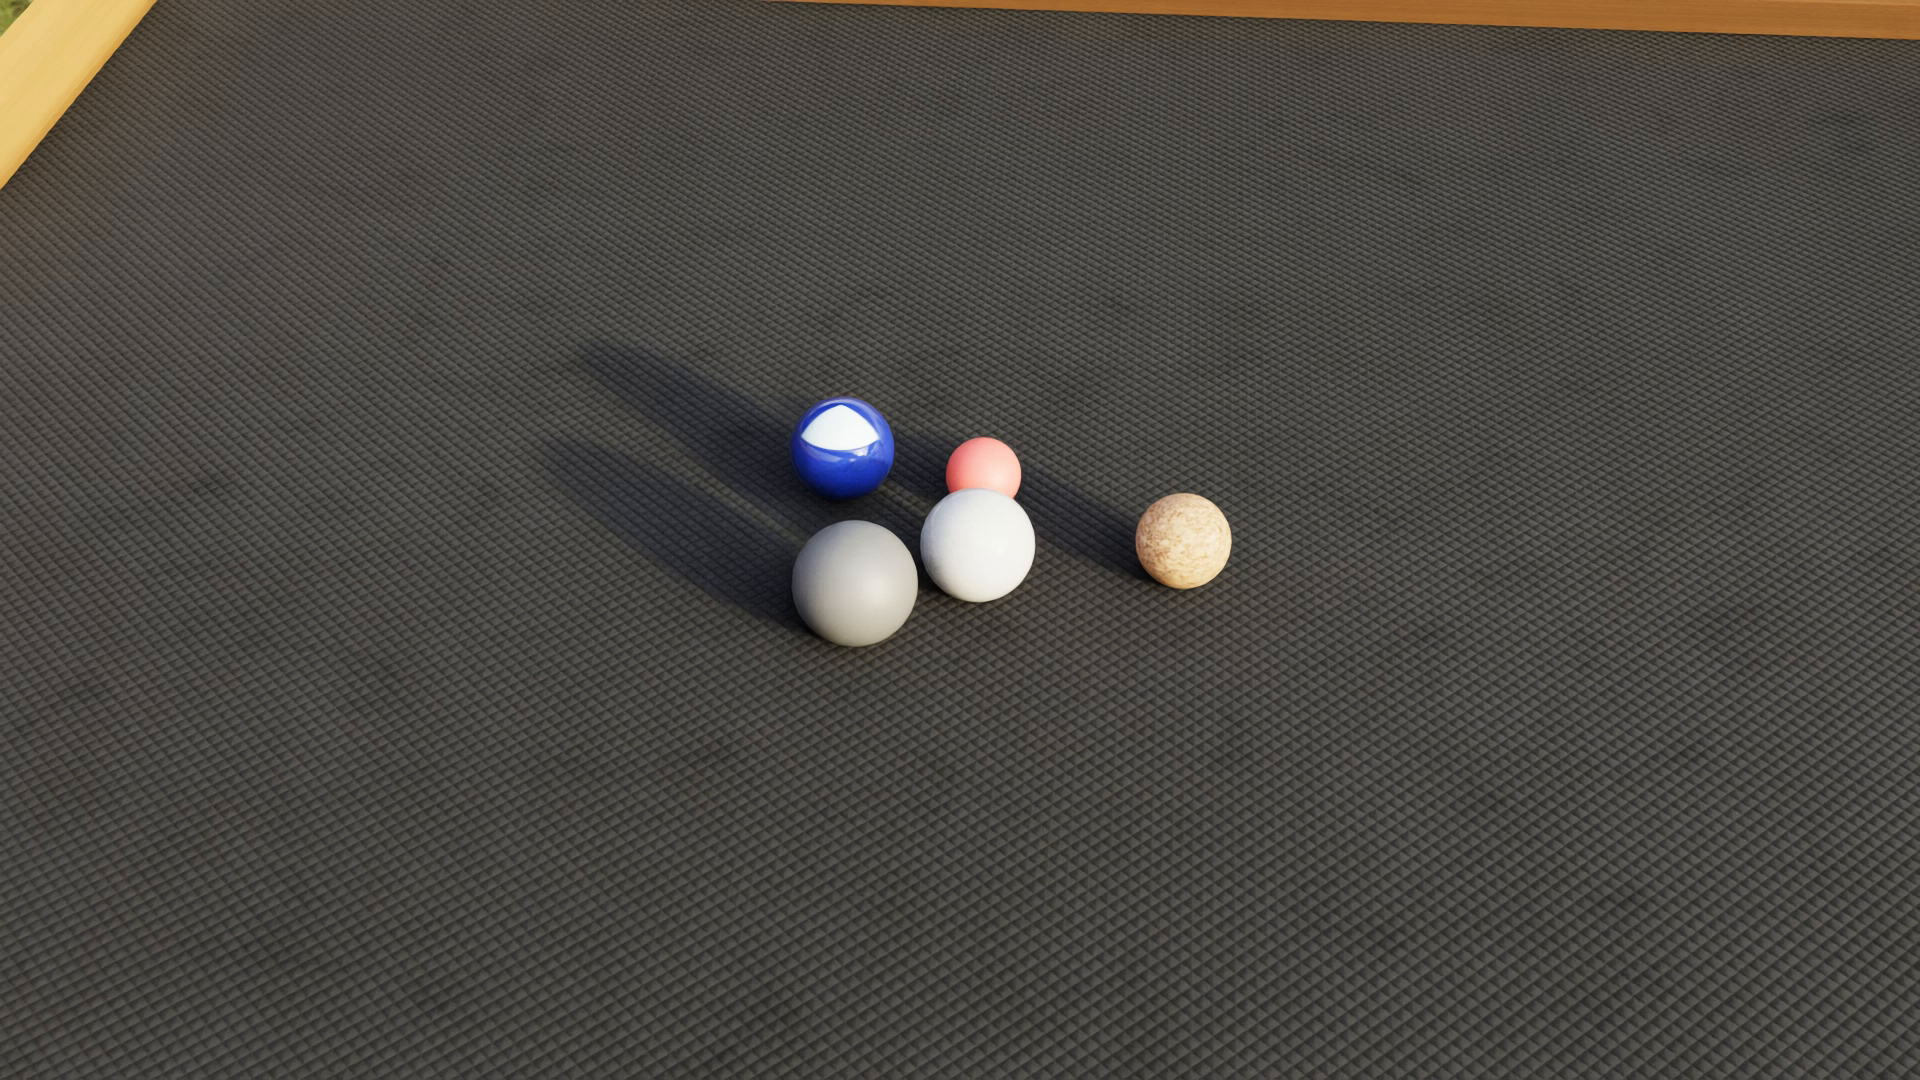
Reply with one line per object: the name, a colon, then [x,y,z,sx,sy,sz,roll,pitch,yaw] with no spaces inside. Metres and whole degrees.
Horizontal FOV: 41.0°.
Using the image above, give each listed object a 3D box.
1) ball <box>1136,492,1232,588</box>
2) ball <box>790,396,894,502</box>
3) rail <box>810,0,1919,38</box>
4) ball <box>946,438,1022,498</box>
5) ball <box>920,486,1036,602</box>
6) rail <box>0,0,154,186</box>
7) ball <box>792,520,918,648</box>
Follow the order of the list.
ball: [0.153,0.001,1.763,0.066,0.066,0.066,0,35,0]
ball: [-0.085,-0.066,1.848,0.076,0.076,0.076,0,35,0]
rail: [0.964,-0.522,2.455,3.559,0.114,0.045,3,36,4]
ball: [0.017,-0.046,1.839,0.055,0.055,0.055,0,35,0]
ball: [0.012,0.003,1.748,0.079,0.079,0.079,0,35,0]
rail: [-0.863,-0.059,1.804,0.045,0.114,1.941,3,36,4]
ball: [-0.070,0.029,1.707,0.085,0.085,0.085,0,35,0]
